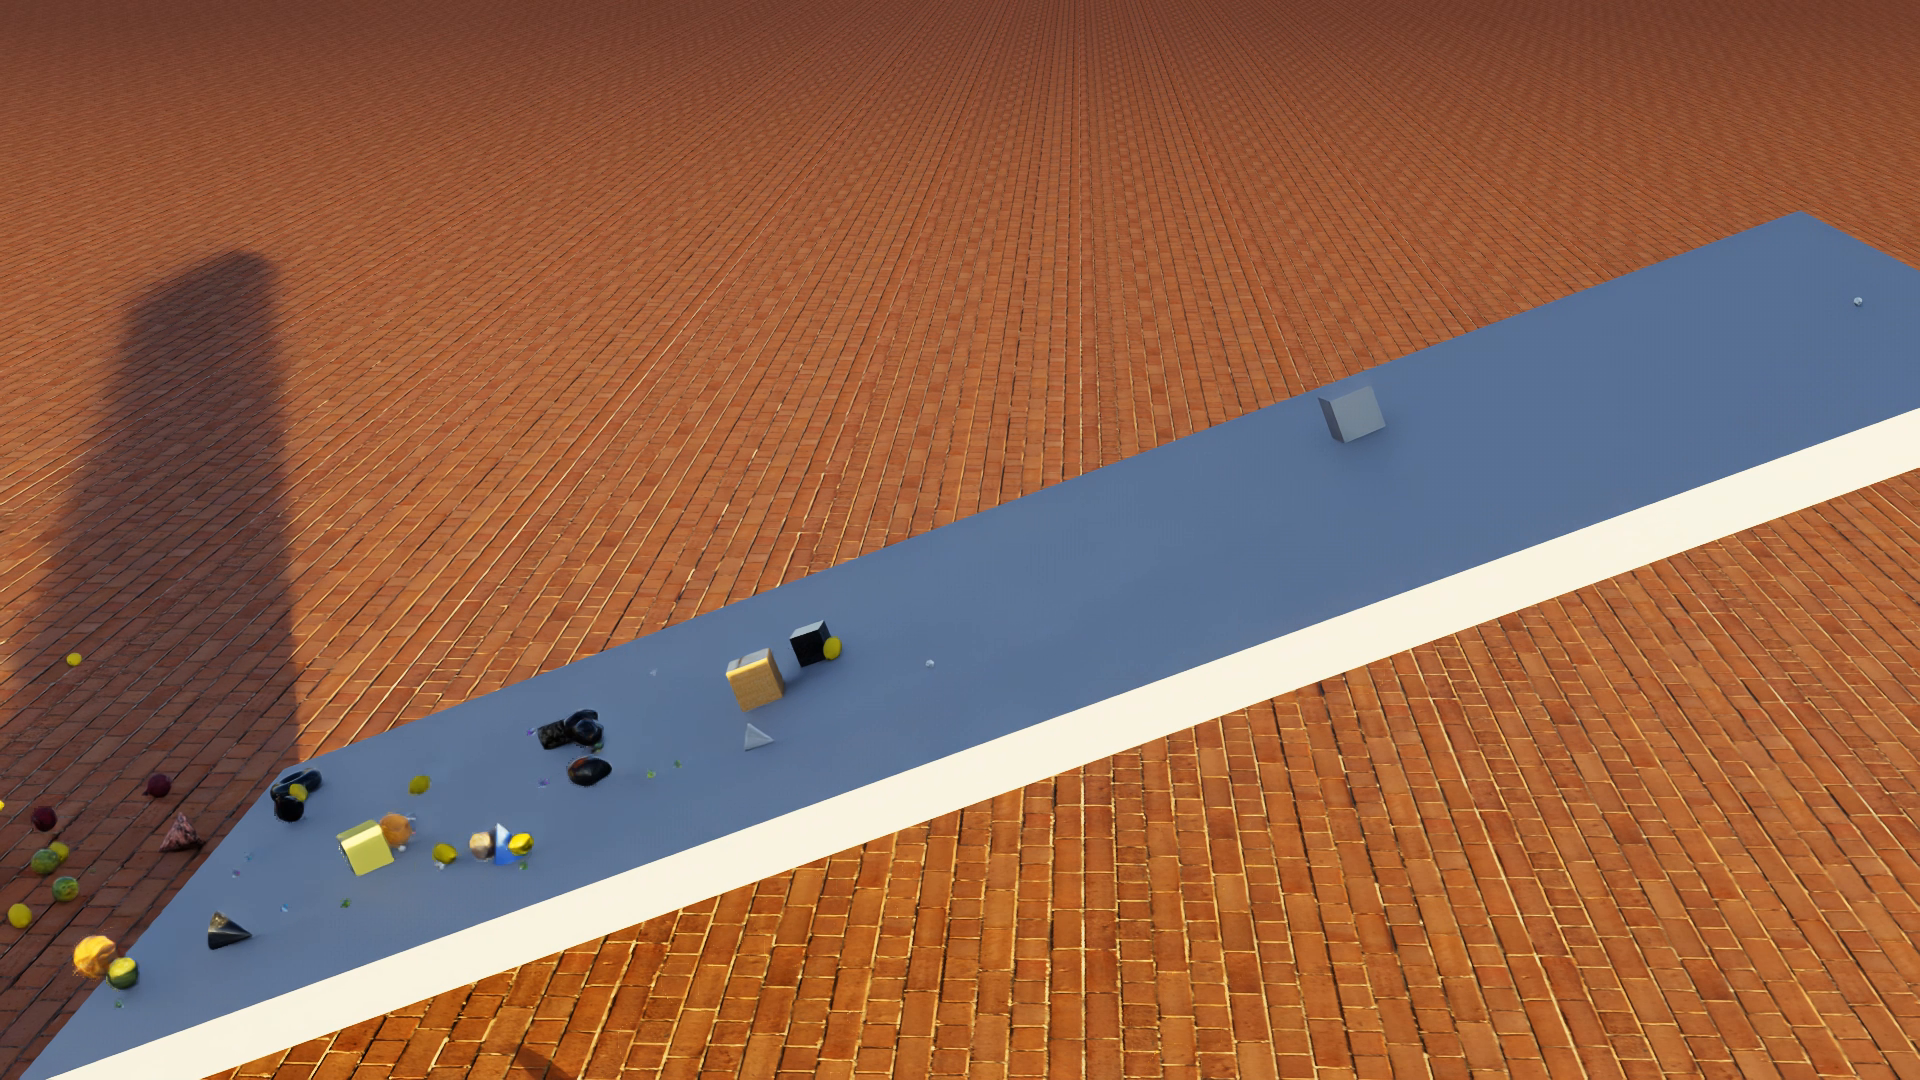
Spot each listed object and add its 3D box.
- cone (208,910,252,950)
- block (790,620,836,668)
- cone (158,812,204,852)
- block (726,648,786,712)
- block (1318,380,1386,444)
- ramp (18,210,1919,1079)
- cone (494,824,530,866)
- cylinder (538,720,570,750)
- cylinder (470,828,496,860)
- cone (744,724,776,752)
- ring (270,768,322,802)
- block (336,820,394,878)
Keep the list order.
[{"bbox_3d":[-1.478,0.800,5.990,0.081,0.081,0.081,7,14,6],"label":"cone"},{"bbox_3d":[-0.322,0.227,6.430,0.069,0.069,0.069,-19,12,13],"label":"block"},{"bbox_3d":[-1.916,0.733,7.171,0.099,0.099,0.099,-35,27,-20],"label":"cone"},{"bbox_3d":[-0.434,0.297,6.257,0.092,0.092,0.092,-21,12,5],"label":"block"},{"bbox_3d":[0.870,-0.286,6.536,0.100,0.100,0.100,-23,12,-5],"label":"block"},{"bbox_3d":[0.120,0.175,6.294,4.000,0.100,2.000,-20,12,7],"label":"ramp"},{"bbox_3d":[-0.897,0.591,5.795,0.077,0.077,0.077,-21,12,4],"label":"cone"},{"bbox_3d":[-0.906,0.436,6.566,0.054,0.054,0.054,-20,11,9],"label":"cylinder"},{"bbox_3d":[-0.937,0.603,5.845,0.052,0.052,0.052,11,17,38],"label":"cylinder"},{"bbox_3d":[-0.398,0.399,5.896,0.057,0.057,0.057,7,14,6],"label":"cone"},{"bbox_3d":[-1.611,0.595,7.135,0.131,0.044,0.131,-22,11,5],"label":"ring"},{"bbox_3d":[-1.247,0.645,6.161,0.083,0.083,0.083,-25,12,-17],"label":"block"}]
